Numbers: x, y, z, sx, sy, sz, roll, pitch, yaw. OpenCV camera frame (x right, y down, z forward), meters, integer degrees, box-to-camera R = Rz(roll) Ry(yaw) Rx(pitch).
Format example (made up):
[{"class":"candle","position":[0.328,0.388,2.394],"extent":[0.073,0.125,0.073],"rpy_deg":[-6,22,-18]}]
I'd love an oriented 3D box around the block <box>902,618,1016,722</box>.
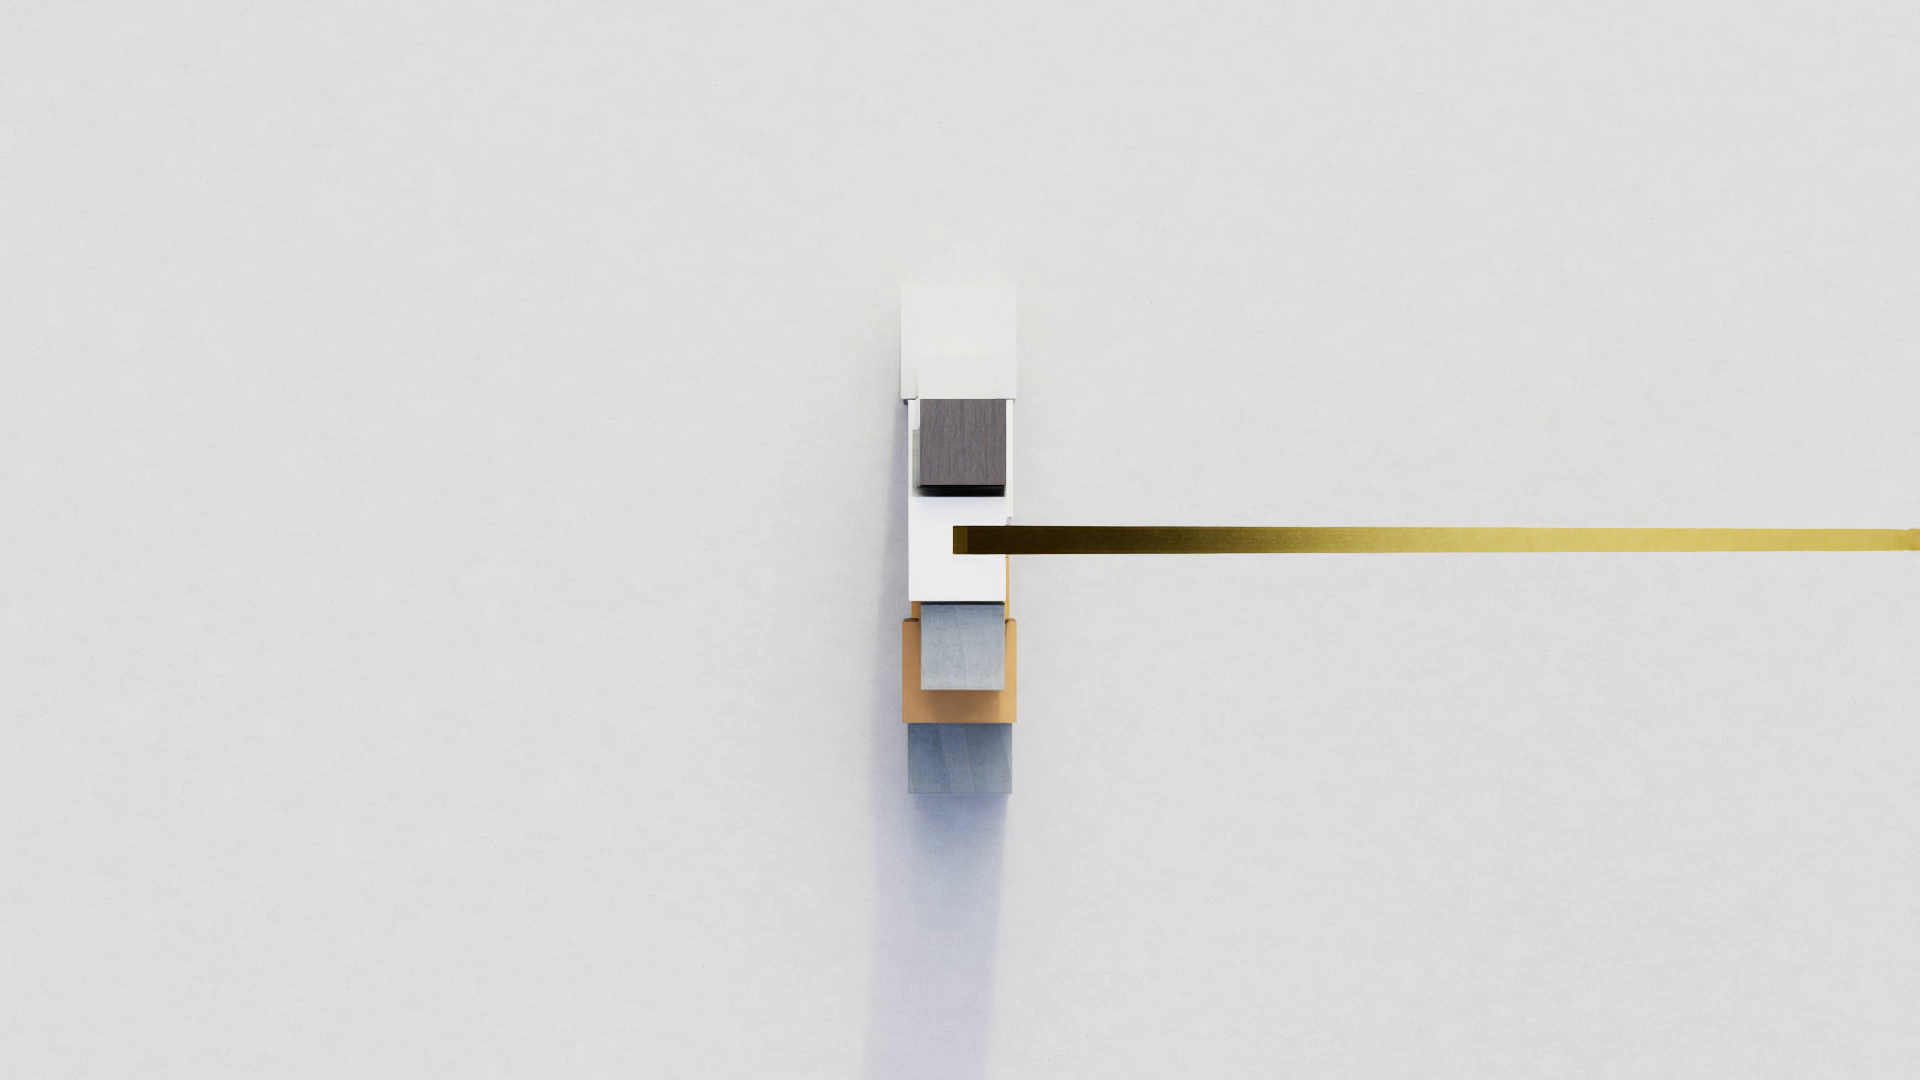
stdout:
[{"class":"block","position":[-0.003,0.719,12.218],"extent":[0.623,0.505,0.549],"rpy_deg":[0,90,0]}]

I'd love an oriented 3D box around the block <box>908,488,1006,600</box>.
[{"class":"block","position":[-0.014,0.020,11.627],"extent":[0.502,0.493,0.540],"rpy_deg":[0,96,0]}]

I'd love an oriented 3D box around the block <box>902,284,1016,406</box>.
[{"class":"block","position":[-0.006,-1.119,12.693],"extent":[0.650,0.614,0.643],"rpy_deg":[0,90,0]}]

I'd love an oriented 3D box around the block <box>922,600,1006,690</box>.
[{"class":"block","position":[0.015,0.527,11.707],"extent":[0.436,0.452,0.454],"rpy_deg":[0,99,0]}]

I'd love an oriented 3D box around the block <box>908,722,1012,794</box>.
[{"class":"block","position":[0.001,1.166,12.741],"extent":[0.594,0.519,0.549],"rpy_deg":[0,90,0]}]

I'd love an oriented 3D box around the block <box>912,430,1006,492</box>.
[{"class":"block","position":[-0.003,-0.331,12.122],"extent":[0.509,0.513,0.535],"rpy_deg":[0,90,0]}]

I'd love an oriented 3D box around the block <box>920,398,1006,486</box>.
[{"class":"block","position":[0.017,-0.507,11.601],"extent":[0.447,0.530,0.442],"rpy_deg":[0,90,0]}]

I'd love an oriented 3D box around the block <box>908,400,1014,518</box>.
[{"class":"block","position":[0.005,-0.459,12.690],"extent":[0.588,0.621,0.658],"rpy_deg":[0,90,0]}]

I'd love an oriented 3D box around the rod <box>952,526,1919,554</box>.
[{"class":"rod","position":[2.212,0.000,7.368],"extent":[5.200,0.080,0.080],"rpy_deg":[0,90,-32]}]

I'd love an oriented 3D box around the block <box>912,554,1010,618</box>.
[{"class":"block","position":[0.002,0.186,12.202],"extent":[0.533,0.547,0.487],"rpy_deg":[0,89,0]}]

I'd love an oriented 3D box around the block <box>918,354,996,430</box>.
[{"class":"block","position":[-0.017,-0.808,12.157],"extent":[0.420,0.446,0.385],"rpy_deg":[0,88,0]}]
